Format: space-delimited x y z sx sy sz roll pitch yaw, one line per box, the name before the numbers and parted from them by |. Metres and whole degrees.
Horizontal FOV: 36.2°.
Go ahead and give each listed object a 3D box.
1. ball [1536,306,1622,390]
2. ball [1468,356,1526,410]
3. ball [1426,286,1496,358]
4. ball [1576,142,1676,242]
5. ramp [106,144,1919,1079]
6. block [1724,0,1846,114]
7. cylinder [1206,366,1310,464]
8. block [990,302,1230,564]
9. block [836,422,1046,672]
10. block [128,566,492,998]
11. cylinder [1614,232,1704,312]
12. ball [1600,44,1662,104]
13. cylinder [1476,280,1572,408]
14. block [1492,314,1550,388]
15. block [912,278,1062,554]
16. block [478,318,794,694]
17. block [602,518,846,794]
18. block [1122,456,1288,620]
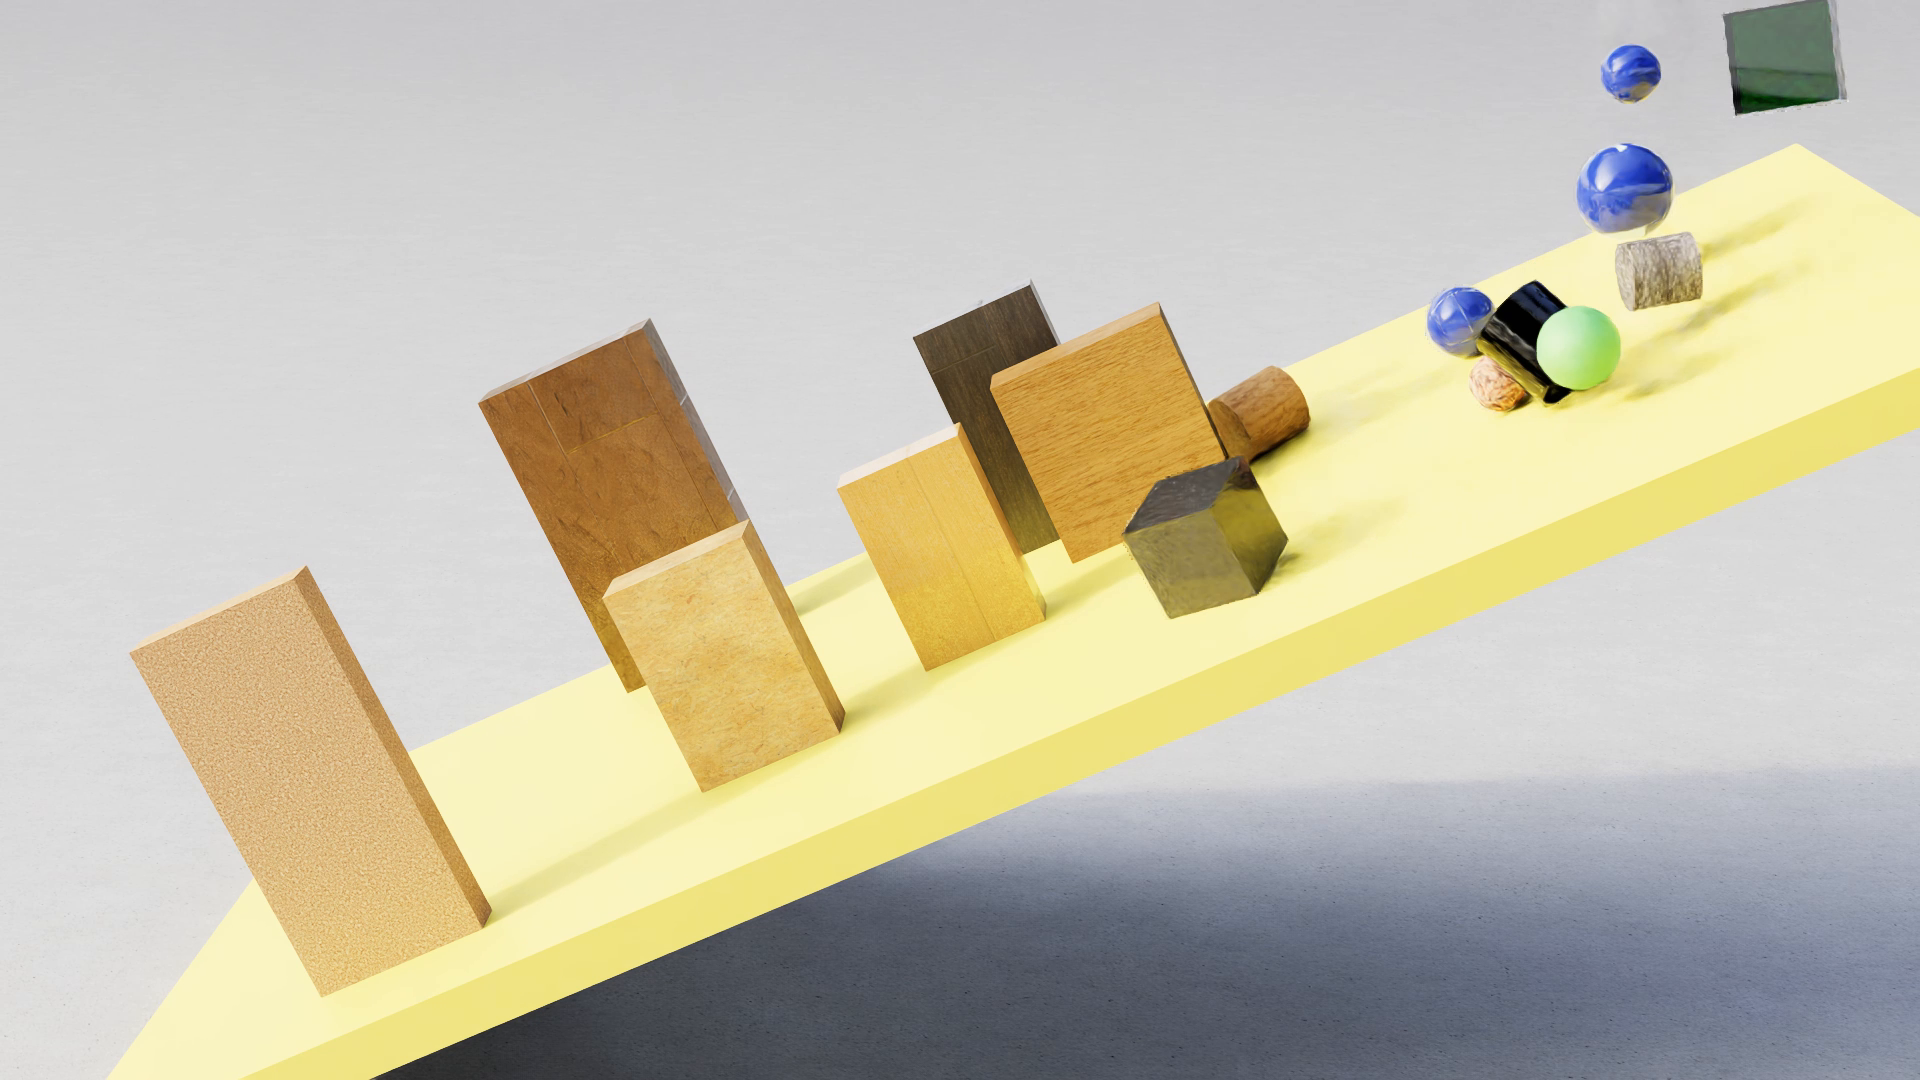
ball | 1.174 -0.365 5.581 0.159 0.159 0.159 0 16 0
ball | 1.085 -0.319 5.920 0.119 0.119 0.119 0 16 0
ball | 1.098 -0.477 6.430 0.157 0.157 0.157 0 16 0
ball | 1.422 -0.744 6.288 0.208 0.208 0.208 0 16 0
ramp | 0.135 0.169 6.283 4.000 0.100 2.000 -24 13 9
block | 1.684 -0.985 5.999 0.204 0.204 0.204 -6 6 22
cylinder | 0.653 -0.272 6.452 0.162 0.162 0.162 -31 27 -21
block | 0.333 -0.230 6.307 0.392 0.422 0.141 -24 13 9
block | -0.035 0.015 6.032 0.271 0.426 0.117 -24 13 9
block | -1.260 0.476 5.737 0.362 0.783 0.096 -24 13 9
cylinder | 1.397 -0.537 5.879 0.138 0.138 0.138 -10 16 -1
ball | 1.272 -0.884 5.577 0.113 0.113 0.113 0 16 0
cylinder | 1.142 -0.385 5.778 0.178 0.178 0.178 45 36 21
block | 1.166 -0.382 6.019 0.110 0.110 0.110 -22 11 11
block | 0.142 -0.270 6.537 0.283 0.551 0.089 -24 13 9
block | -0.762 -0.078 6.971 0.431 0.781 0.126 -24 13 9
block | -0.473 0.235 5.941 0.310 0.451 0.138 -24 13 9
block | 0.469 -0.005 5.611 0.199 0.199 0.199 -17 23 34
